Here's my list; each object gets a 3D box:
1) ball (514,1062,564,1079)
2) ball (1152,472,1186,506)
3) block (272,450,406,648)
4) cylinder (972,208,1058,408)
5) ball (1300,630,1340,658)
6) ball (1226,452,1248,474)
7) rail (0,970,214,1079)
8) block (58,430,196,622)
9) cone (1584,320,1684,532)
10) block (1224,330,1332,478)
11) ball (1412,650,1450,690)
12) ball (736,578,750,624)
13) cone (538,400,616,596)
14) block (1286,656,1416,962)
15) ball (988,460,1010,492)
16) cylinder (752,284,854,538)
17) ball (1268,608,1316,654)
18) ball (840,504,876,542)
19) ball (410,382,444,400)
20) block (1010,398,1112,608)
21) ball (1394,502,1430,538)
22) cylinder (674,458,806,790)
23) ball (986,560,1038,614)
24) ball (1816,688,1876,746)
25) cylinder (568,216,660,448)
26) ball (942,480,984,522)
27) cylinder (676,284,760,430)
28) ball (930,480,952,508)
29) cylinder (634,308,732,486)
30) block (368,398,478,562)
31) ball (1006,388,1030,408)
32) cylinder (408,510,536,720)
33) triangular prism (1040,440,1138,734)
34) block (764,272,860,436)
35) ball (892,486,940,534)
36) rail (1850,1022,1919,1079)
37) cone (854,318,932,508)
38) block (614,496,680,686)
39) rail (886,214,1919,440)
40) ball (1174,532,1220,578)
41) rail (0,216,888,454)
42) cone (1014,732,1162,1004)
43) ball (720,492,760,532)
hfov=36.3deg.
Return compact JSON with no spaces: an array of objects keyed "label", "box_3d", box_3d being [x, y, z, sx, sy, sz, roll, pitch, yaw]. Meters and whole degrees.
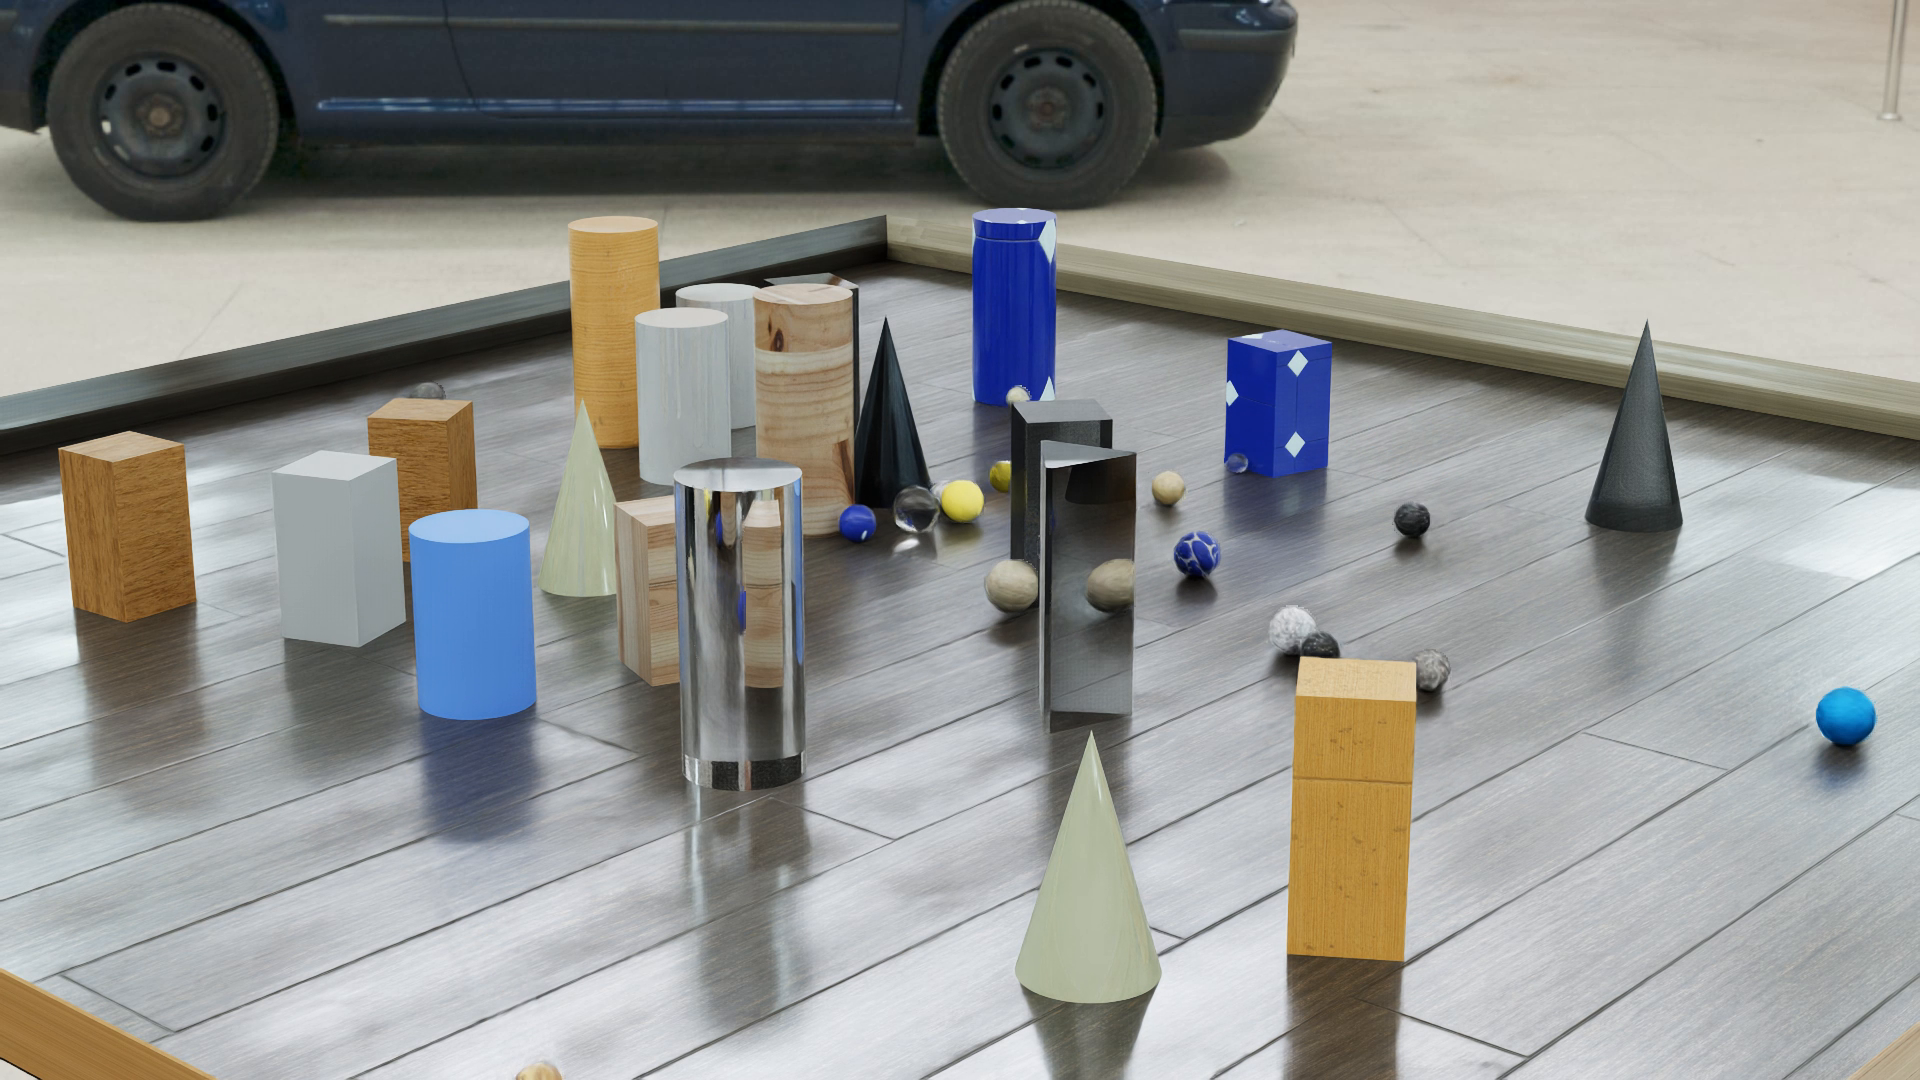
[{"label":"ball","box_3d":[-0.472,0.617,3.291,0.059,0.059,0.059,0,17,0]},{"label":"ball","box_3d":[0.401,-0.100,5.647,0.065,0.065,0.065,0,17,0]},{"label":"block","box_3d":[-1.035,0.013,4.892,0.147,0.286,0.147,6,18,20]},{"label":"cylinder","box_3d":[0.118,-0.509,6.413,0.184,0.405,0.184,0,17,0]},{"label":"ball","box_3d":[0.581,0.178,4.734,0.062,0.062,0.062,0,17,0]},{"label":"ball","box_3d":[0.555,-0.155,5.869,0.042,0.042,0.042,0,17,0]},{"label":"rail","box_3d":[-1.352,0.481,3.630,4.150,0.119,0.045,14,22,39]},{"label":"block","box_3d":[-1.425,-0.025,5.024,0.147,0.282,0.147,12,21,35]},{"label":"cone","box_3d":[1.278,-0.227,5.505,0.184,0.391,0.184,0,17,0]},{"label":"block","box_3d":[0.640,-0.276,5.898,0.147,0.256,0.147,-12,20,-34]},{"label":"ball","box_3d":[0.742,0.207,4.638,0.063,0.063,0.063,0,17,0]},{"label":"ball","box_3d":[-0.397,0.103,4.941,0.087,0.087,0.087,0,17,0]},{"label":"cone","box_3d":[-0.656,-0.088,5.142,0.184,0.335,0.184,0,17,0]},{"label":"block","box_3d":[0.496,0.339,3.712,0.147,0.347,0.147,3,17,8]},{"label":"ball","box_3d":[0.088,-0.125,5.733,0.063,0.063,0.063,0,17,0]},{"label":"cylinder","box_3d":[-0.289,-0.241,5.461,0.184,0.443,0.184,0,17,0]},{"label":"ball","box_3d":[0.545,0.149,4.802,0.078,0.078,0.078,0,17,0]},{"label":"ball","box_3d":[-0.189,-0.032,5.414,0.069,0.069,0.069,0,17,0]},{"label":"ball","box_3d":[-1.144,-0.300,6.294,0.074,0.074,0.074,0,17,0]},{"label":"block","box_3d":[0.174,-0.065,5.075,0.147,0.329,0.147,-3,17,-9]},{"label":"ball","box_3d":[0.839,-0.038,5.442,0.066,0.066,0.066,0,17,0]},{"label":"cylinder","box_3d":[-0.317,0.121,4.255,0.184,0.450,0.184,0,17,0]},{"label":"ball","box_3d":[0.089,0.079,4.990,0.091,0.091,0.091,0,17,0]},{"label":"ball","box_3d":[1.331,0.265,4.405,0.087,0.087,0.087,0,17,0]},{"label":"cylinder","box_3d":[-0.712,-0.431,6.075,0.184,0.451,0.184,0,17,0]},{"label":"ball","box_3d":[0.005,-0.074,5.534,0.080,0.080,0.080,0,17,0]},{"label":"cylinder","box_3d":[-0.510,-0.392,6.249,0.184,0.276,0.184,0,17,0]},{"label":"ball","box_3d":[-0.032,-0.087,5.621,0.055,0.055,0.055,0,17,0]},{"label":"cylinder","box_3d":[-0.549,-0.286,5.821,0.184,0.319,0.184,0,17,0]},{"label":"block","box_3d":[-0.974,-0.109,5.329,0.147,0.266,0.147,3,17,9]},{"label":"ball","box_3d":[0.124,-0.306,6.353,0.050,0.050,0.050,0,17,0]},{"label":"cylinder","box_3d":[-0.757,0.114,4.561,0.184,0.284,0.184,0,17,0]},{"label":"triangular prism","box_3d":[0.163,0.065,4.493,0.159,0.419,0.138,-10,20,-30]},{"label":"block","box_3d":[-0.304,-0.357,6.011,0.147,0.347,0.147,-8,19,-25]},{"label":"ball","box_3d":[-0.083,-0.057,5.463,0.090,0.090,0.090,0,17,0]},{"label":"rail","box_3d":[1.549,0.420,3.834,0.045,0.119,4.173,14,22,39]},{"label":"cone","box_3d":[-0.142,-0.260,5.666,0.184,0.360,0.184,0,17,0]},{"label":"block","box_3d":[-0.458,0.077,4.716,0.147,0.266,0.147,-9,19,-26]},{"label":"rail","box_3d":[1.352,-0.421,6.612,4.150,0.119,0.045,14,22,39]},{"label":"ball","box_3d":[0.419,0.026,5.201,0.082,0.082,0.082,0,17,0]},{"label":"rail","box_3d":[-1.549,-0.360,6.408,0.045,0.119,4.173,14,22,39]},{"label":"cone","box_3d":[0.160,0.384,3.609,0.184,0.320,0.184,0,17,0]},{"label":"ball","box_3d":[-0.411,-0.052,5.471,0.076,0.076,0.076,0,17,0]}]
